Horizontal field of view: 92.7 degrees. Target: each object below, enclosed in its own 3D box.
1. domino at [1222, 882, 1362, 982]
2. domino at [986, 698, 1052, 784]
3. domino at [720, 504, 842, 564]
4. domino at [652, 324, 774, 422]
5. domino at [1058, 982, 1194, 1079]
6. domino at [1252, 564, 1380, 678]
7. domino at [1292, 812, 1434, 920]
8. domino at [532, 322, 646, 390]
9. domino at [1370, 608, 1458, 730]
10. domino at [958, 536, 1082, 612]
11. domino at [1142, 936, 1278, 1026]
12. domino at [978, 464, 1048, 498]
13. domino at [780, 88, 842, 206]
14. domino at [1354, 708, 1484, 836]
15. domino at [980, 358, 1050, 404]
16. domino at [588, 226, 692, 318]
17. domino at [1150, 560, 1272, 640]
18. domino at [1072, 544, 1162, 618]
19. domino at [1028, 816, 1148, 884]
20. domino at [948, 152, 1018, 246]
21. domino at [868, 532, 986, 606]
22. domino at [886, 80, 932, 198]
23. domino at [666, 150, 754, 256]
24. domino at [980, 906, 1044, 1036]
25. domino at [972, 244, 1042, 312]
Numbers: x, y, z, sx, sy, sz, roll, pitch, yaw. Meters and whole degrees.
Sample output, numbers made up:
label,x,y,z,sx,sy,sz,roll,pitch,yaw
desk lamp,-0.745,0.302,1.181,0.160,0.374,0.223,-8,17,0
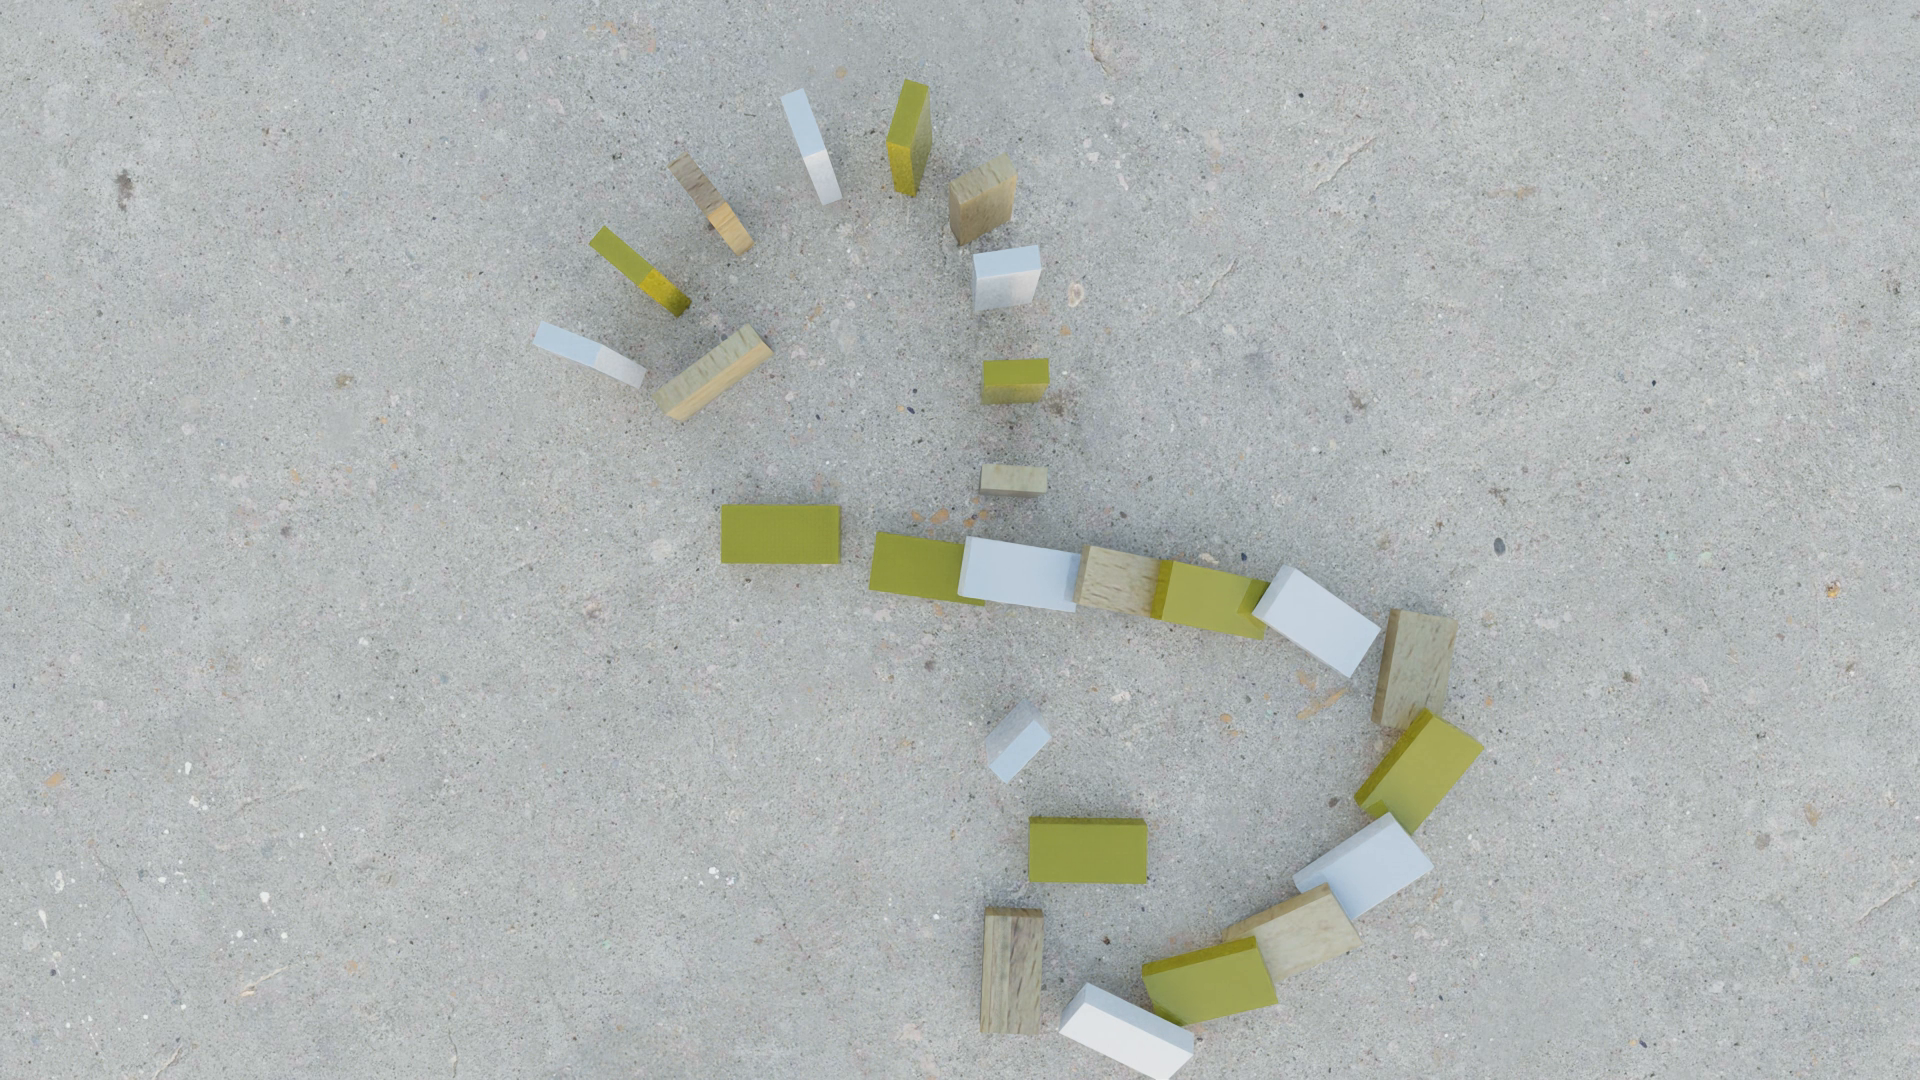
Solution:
label,x,y,z,sx,sy,sz,roll,pitch,yaw
domino,0.140,0.169,0.389,0.050,0.010,0.025,-32,90,14
domino,0.023,0.081,0.375,0.009,0.050,0.025,44,90,0
domino,-0.077,-0.002,0.395,0.050,0.009,0.025,0,90,0
domino,-0.104,-0.070,0.388,0.050,0.025,0.009,-37,90,0
domino,0.070,0.210,0.390,0.050,0.010,0.025,26,121,0
domino,0.152,0.035,0.390,0.050,0.010,0.025,33,90,-14
domino,0.171,0.141,0.390,0.050,0.009,0.025,-40,90,12
domino,-0.150,-0.075,0.375,0.025,0.050,0.010,21,90,0
domino,0.196,0.057,0.395,0.025,0.010,0.050,10,90,0
domino,0.026,0.015,0.389,0.050,0.010,0.025,9,90,-15
domino,0.106,0.188,0.389,0.050,0.010,0.025,-21,91,14
domino,0.021,-0.024,0.375,0.025,0.050,0.010,4,90,0
domino,-0.060,-0.159,0.375,0.009,0.050,0.025,-20,90,0
domino,0.194,0.099,0.389,0.025,0.009,0.050,31,105,0
domino,0.022,-0.064,0.375,0.025,0.050,0.009,-2,90,0
domino,-0.129,-0.109,0.375,0.025,0.050,0.010,40,90,0
domino,0.107,0.025,0.388,0.050,0.010,0.025,12,90,-17
domino,0.075,0.019,0.391,0.050,0.009,0.025,11,90,-11
domino,0.055,0.134,0.395,0.050,0.010,0.025,1,90,0
domino,0.009,-0.138,0.375,0.025,0.050,0.010,-28,90,0
domino,-0.013,0.012,0.395,0.050,0.010,0.025,8,90,0
domino,-0.020,-0.163,0.375,0.009,0.050,0.025,17,90,0
domino,-0.101,-0.136,0.375,0.009,0.050,0.025,-38,90,0
domino,0.022,0.186,0.395,0.025,0.009,0.050,3,90,0
domino,0.018,-0.106,0.375,0.025,0.050,0.009,-8,90,0
